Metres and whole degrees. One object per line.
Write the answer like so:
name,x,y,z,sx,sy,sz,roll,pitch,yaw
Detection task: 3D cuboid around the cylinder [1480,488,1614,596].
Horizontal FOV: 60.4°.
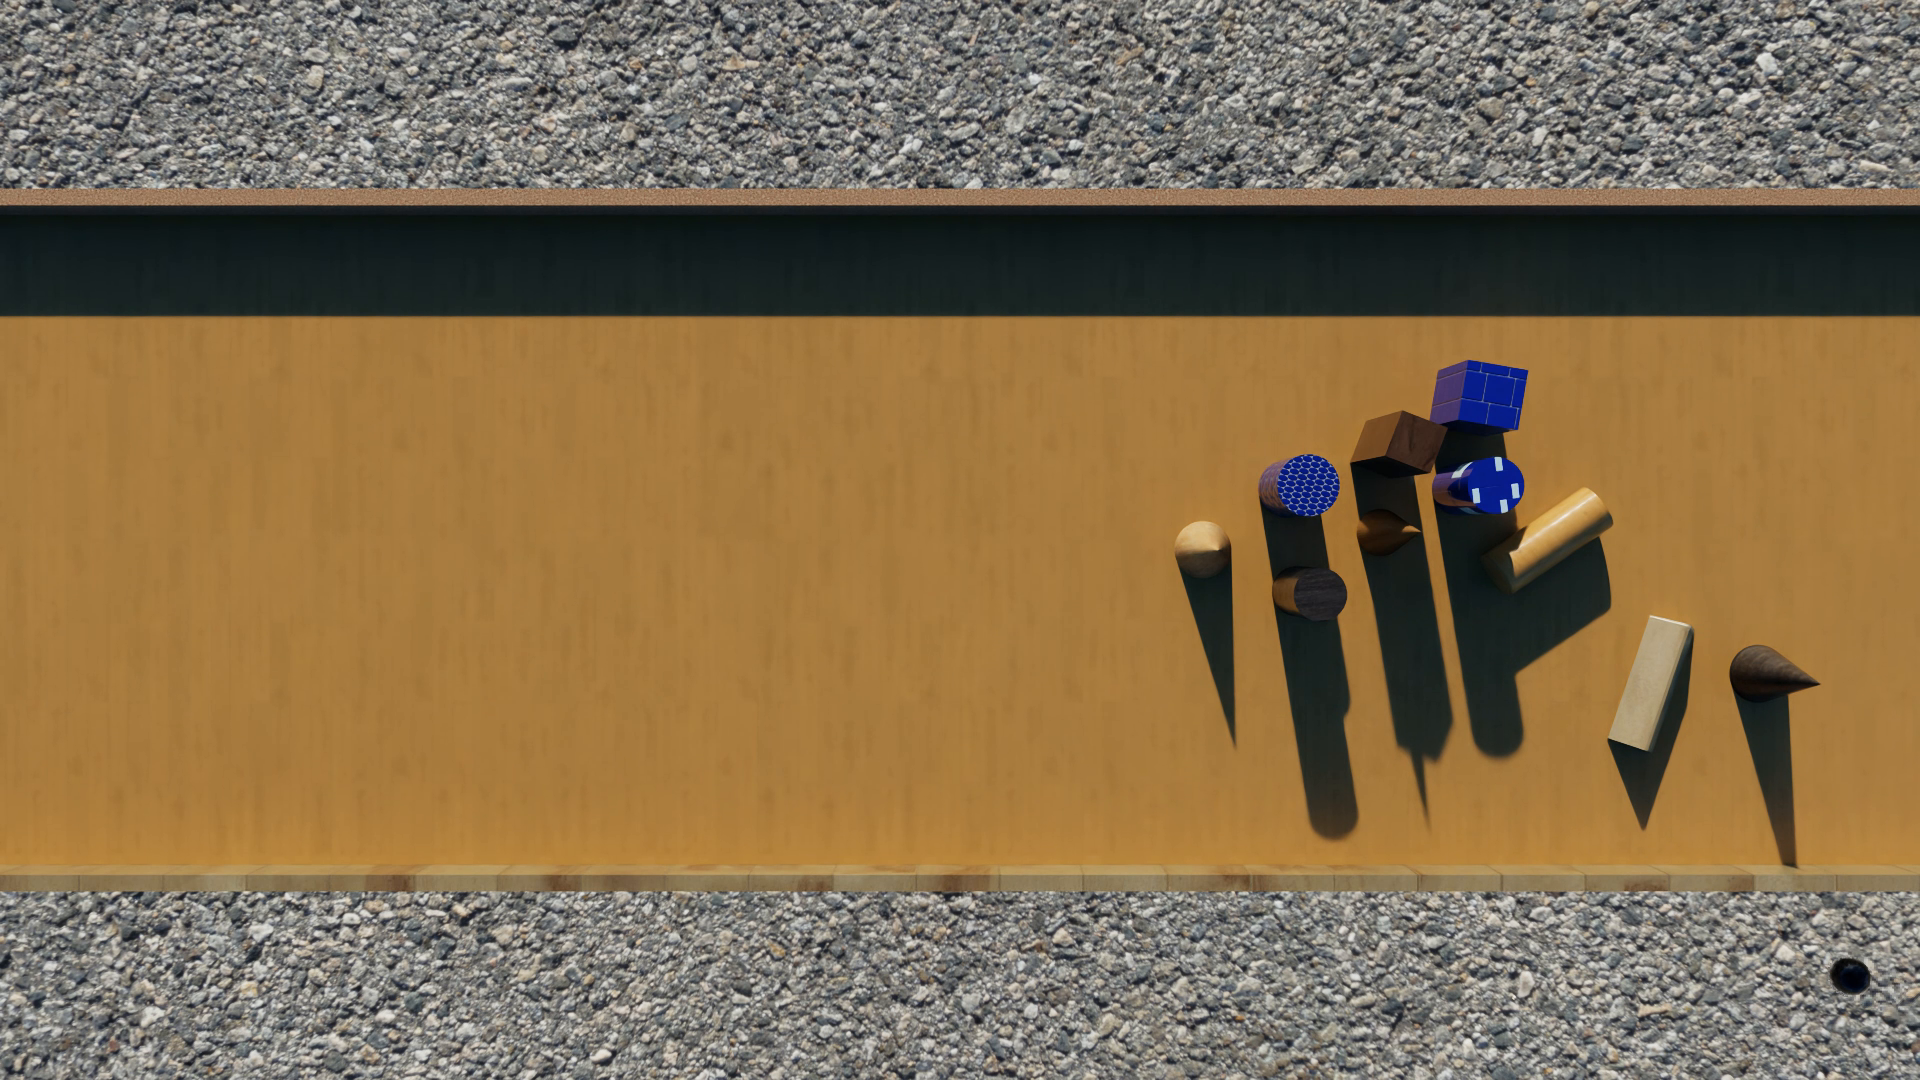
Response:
cylinder,1.779,0.004,5.003,0.369,0.147,0.147,-34,90,0

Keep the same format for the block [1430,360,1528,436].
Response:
block,1.543,-0.420,4.925,0.176,0.303,0.176,10,90,0

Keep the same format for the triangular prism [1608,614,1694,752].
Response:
triangular prism,2.125,0.443,5.012,0.142,0.123,0.401,19,90,0

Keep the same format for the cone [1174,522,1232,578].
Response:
cone,0.748,0.030,4.926,0.176,0.300,0.176,0,90,0

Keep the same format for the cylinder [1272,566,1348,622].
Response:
cylinder,1.037,0.158,4.911,0.155,0.331,0.155,0,90,0

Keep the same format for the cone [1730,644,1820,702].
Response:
cone,2.457,0.412,4.890,0.179,0.373,0.179,0,90,0

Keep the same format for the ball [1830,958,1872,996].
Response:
ball,5.762,2.823,10.672,0.235,0.235,0.235,0,90,0

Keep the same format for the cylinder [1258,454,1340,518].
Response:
cylinder,1.007,-0.158,4.921,0.180,0.311,0.180,0,90,0

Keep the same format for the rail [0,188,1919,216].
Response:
rail,-2.247,-1.025,5.002,12.000,0.150,0.050,0,90,0

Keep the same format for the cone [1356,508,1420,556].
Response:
cone,1.294,-0.023,4.851,0.147,0.451,0.147,0,90,0

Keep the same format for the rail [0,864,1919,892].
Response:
rail,-2.247,1.025,5.001,12.000,0.150,0.050,0,90,0

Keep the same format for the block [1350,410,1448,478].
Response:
block,1.289,-0.278,4.867,0.138,0.420,0.138,21,90,0

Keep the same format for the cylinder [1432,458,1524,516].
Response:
cylinder,1.533,-0.156,4.897,0.162,0.359,0.162,0,90,0
